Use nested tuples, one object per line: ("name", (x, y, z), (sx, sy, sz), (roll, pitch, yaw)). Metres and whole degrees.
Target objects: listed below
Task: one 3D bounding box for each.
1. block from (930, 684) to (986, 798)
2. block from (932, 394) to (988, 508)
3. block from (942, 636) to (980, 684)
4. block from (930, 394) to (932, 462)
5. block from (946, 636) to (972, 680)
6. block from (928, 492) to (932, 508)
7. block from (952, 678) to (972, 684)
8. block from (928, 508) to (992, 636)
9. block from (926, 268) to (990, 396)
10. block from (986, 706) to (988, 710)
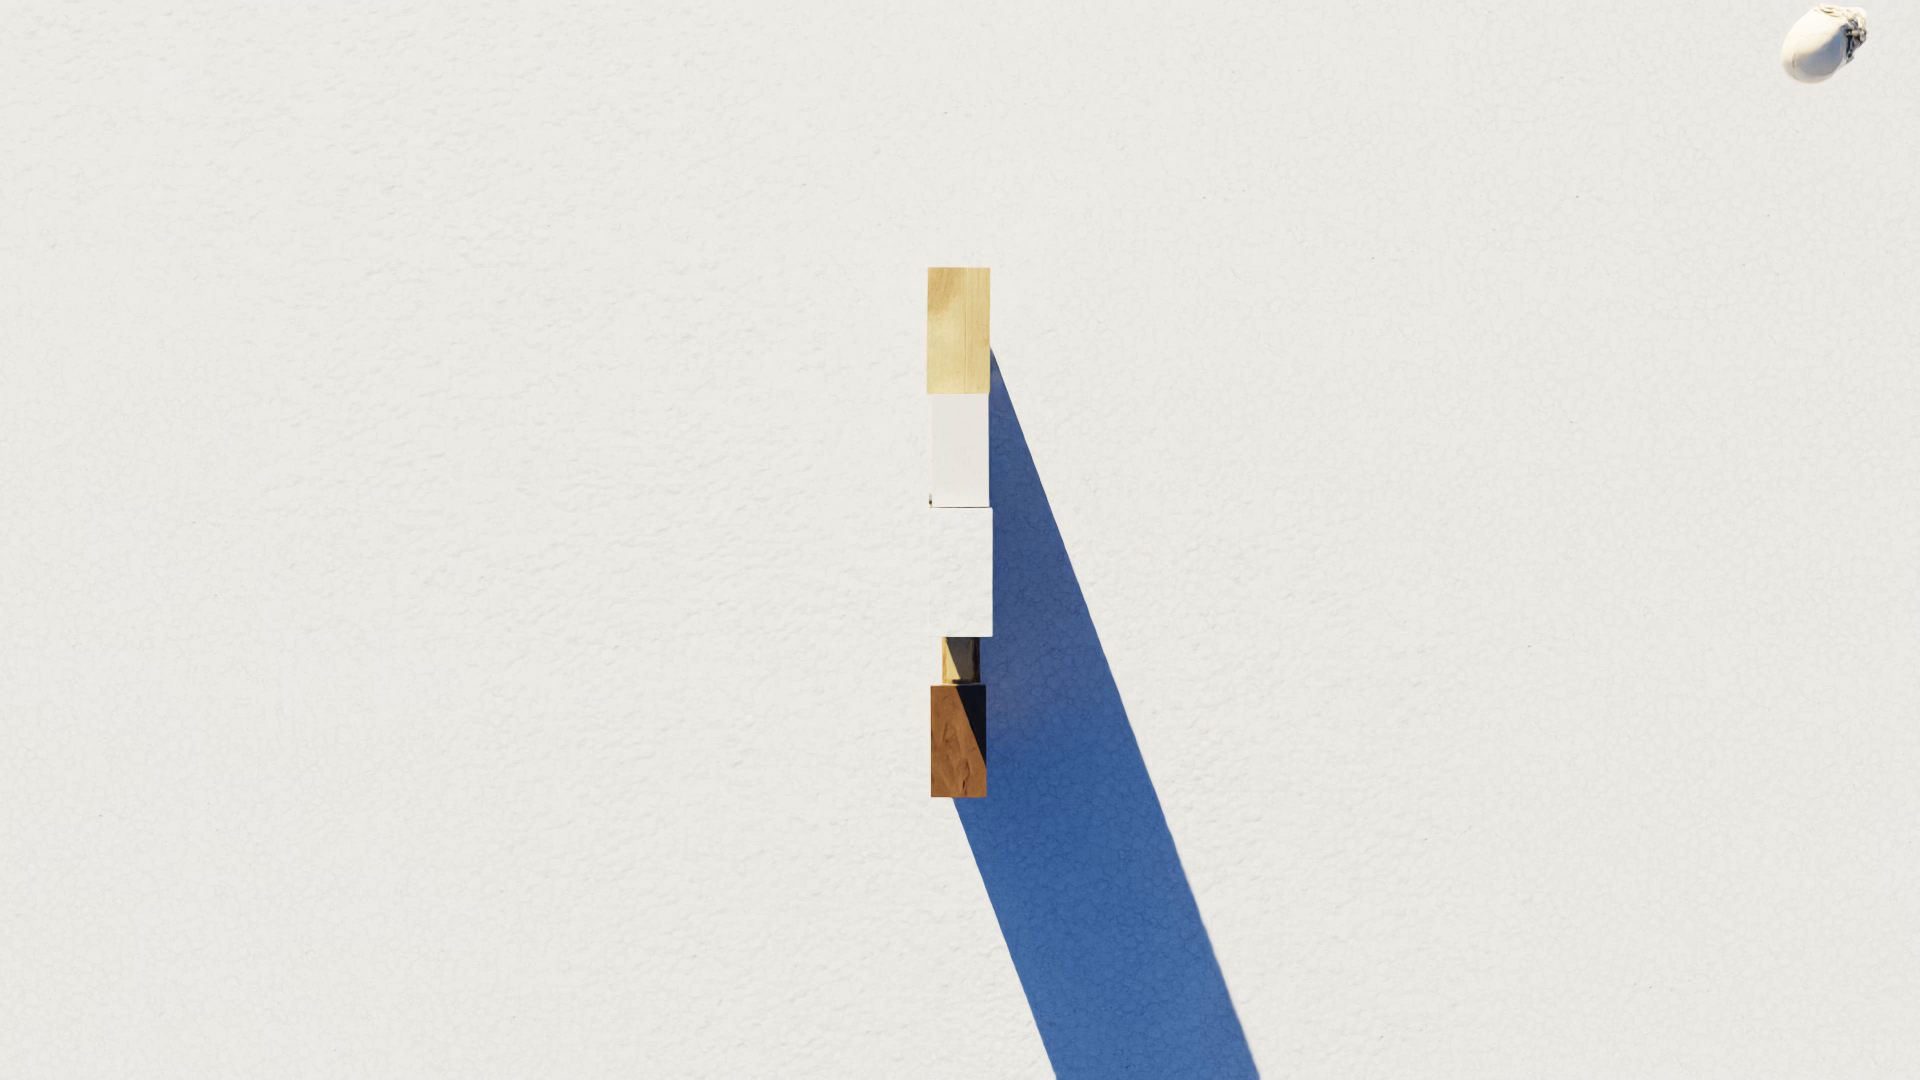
("block", (-0.005, 0.577, 4.745), (0.160, 0.045, 0.320), (0, 90, 0))
("block", (0.001, -0.240, 4.432), (0.151, 0.043, 0.302), (0, 90, 0))
("block", (0.002, 0.333, 5.242), (0.121, 0.034, 0.241), (-1, 90, 0))
("block", (-0.003, -0.420, 5.126), (0.175, 0.049, 0.349), (0, 90, 0))
("block", (-0.004, 0.340, 4.921), (0.075, 0.021, 0.149), (-1, 89, 0))
("block", (-0.003, 0.038, 4.781), (0.173, 0.049, 0.346), (0, 90, 0))
("block", (0.004, 0.407, 5.096), (0.060, 0.017, 0.120), (-1, 91, 0))
("block", (0.000, 0.086, 4.392), (0.170, 0.048, 0.340), (0, 90, 0))
("block", (-0.004, -0.567, 4.482), (0.171, 0.048, 0.341), (1, 90, 0))
("block", (-0.003, 0.471, 4.928), (0.160, 0.320, 0.045), (-2, 90, 0))
